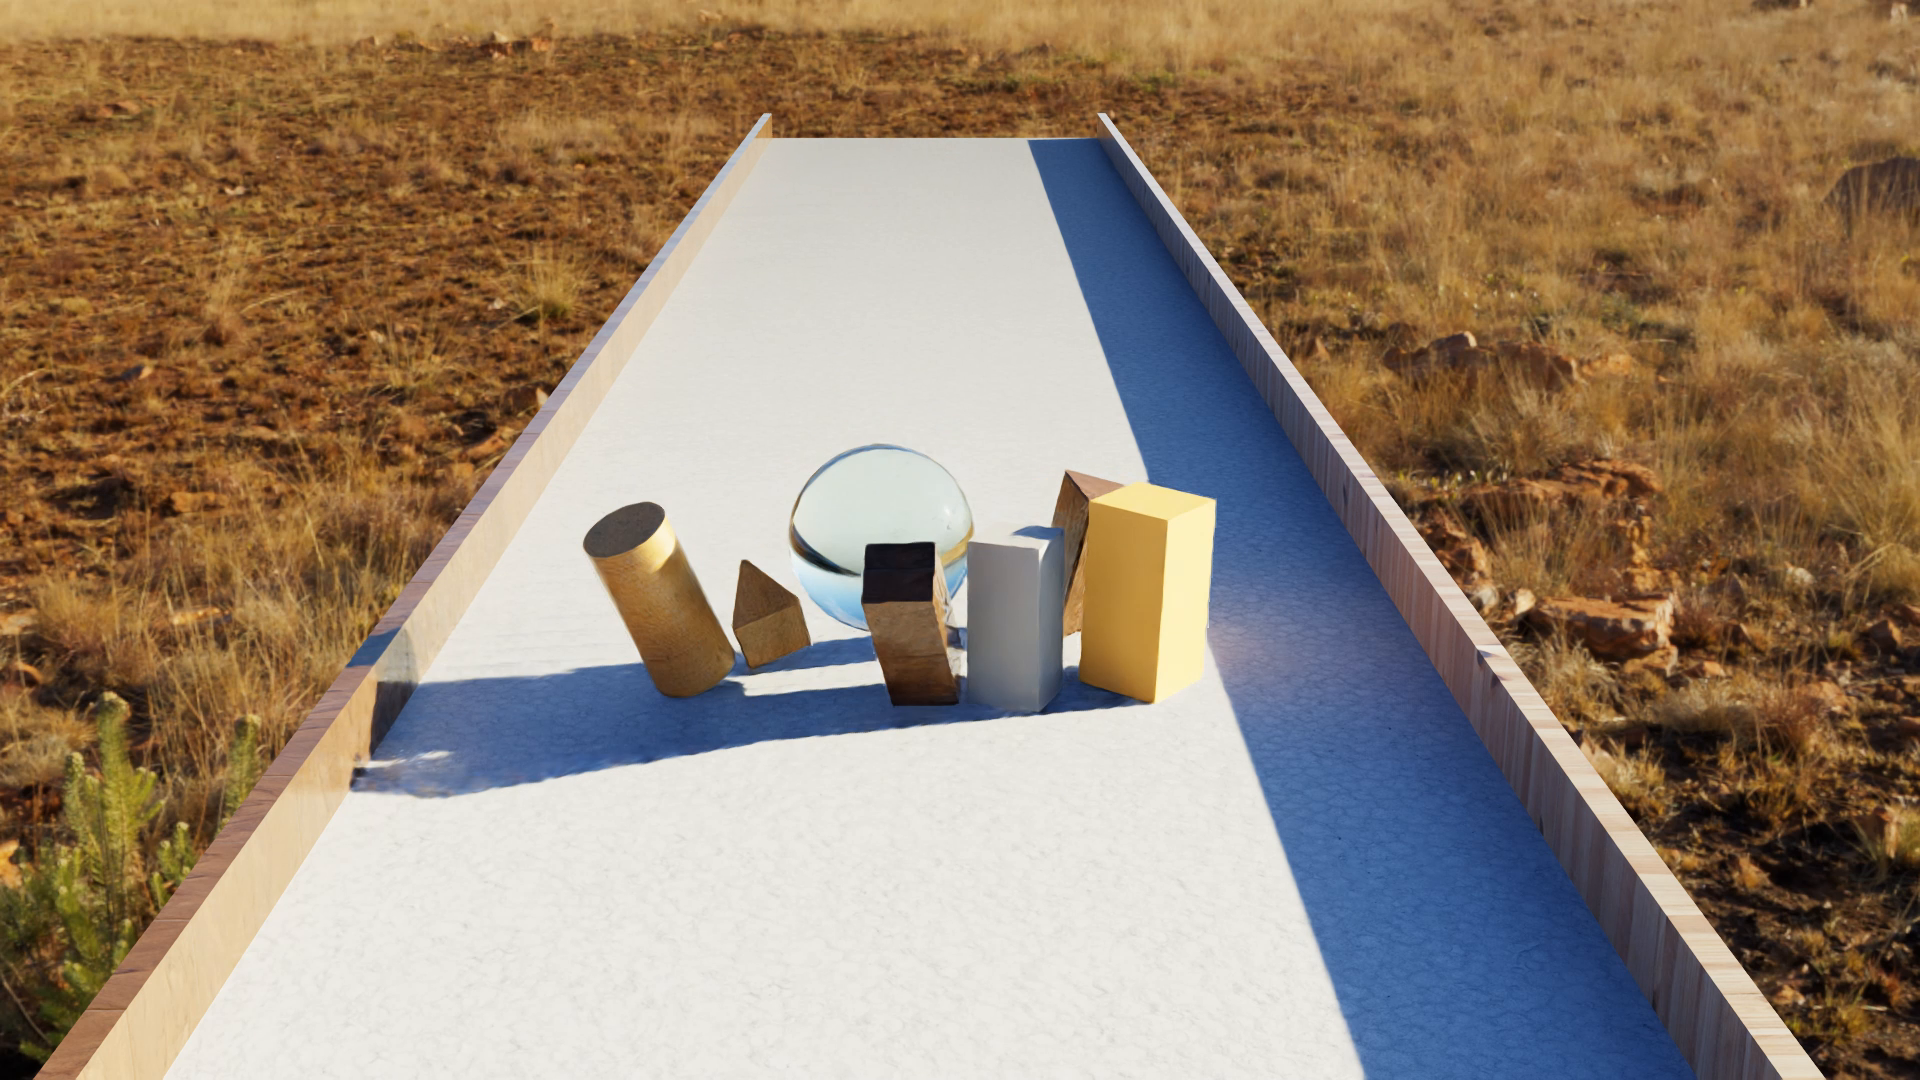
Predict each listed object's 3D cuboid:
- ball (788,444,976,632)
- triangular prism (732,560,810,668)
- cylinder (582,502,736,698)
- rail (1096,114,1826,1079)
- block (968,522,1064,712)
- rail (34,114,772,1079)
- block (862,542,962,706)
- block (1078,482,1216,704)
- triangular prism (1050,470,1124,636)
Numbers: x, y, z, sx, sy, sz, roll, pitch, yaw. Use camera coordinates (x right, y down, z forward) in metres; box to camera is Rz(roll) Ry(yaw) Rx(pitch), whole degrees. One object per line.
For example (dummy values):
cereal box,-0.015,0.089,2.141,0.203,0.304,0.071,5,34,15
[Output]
ball,-0.152,-0.004,4.248,0.364,0.364,0.364,0,17,0
triangular prism,-0.377,0.132,4.200,0.132,0.114,0.382,-23,-13,-6
cylinder,-0.566,0.116,4.164,0.164,0.348,0.164,-16,33,11
rail,0.932,-0.844,7.801,0.050,0.150,12.000,0,17,-1
block,0.106,0.145,4.176,0.143,0.322,0.143,6,18,20
rail,-1.118,-0.838,7.780,0.050,0.150,12.000,0,17,-1
block,-0.085,0.159,4.050,0.127,0.355,0.127,-2,55,8
block,0.359,0.099,4.235,0.174,0.367,0.174,15,22,34
triangular prism,0.230,0.023,4.545,0.124,0.321,0.143,30,31,30
